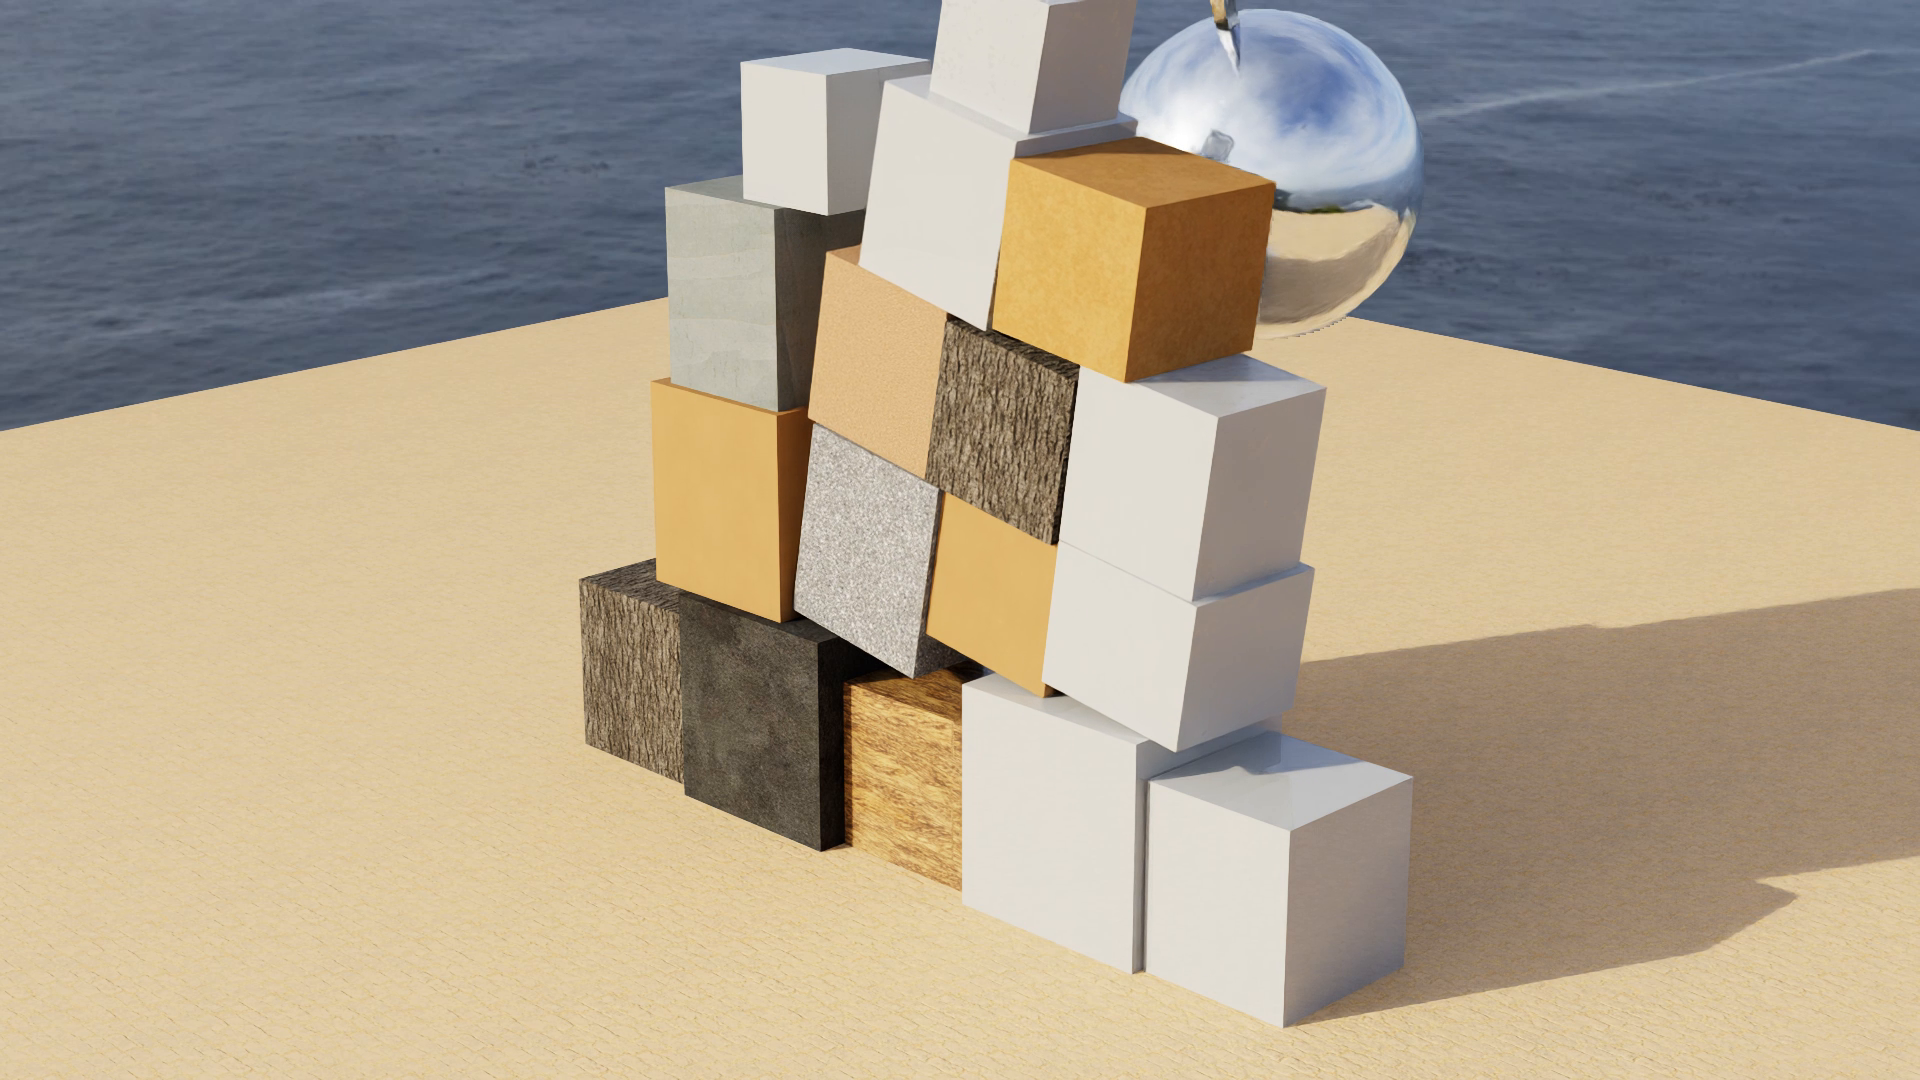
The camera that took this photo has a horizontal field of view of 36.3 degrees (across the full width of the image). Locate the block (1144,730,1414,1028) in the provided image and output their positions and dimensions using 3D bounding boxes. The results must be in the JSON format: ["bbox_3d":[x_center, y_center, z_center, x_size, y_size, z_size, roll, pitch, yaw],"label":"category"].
[{"bbox_3d":[1.340,1.414,12.390,0.819,0.873,0.760,-17,24,-42],"label":"block"}]

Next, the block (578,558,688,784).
[{"bbox_3d":[-1.296,0.619,14.893,0.886,0.889,0.877,-17,24,-42],"label":"block"}]

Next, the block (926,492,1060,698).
[{"bbox_3d":[0.387,0.154,12.983,0.732,0.713,0.691,28,31,37],"label":"block"}]

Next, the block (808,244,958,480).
[{"bbox_3d":[-0.110,-0.853,13.200,0.751,0.801,0.768,-17,35,-43],"label":"block"}]

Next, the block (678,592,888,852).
[{"bbox_3d":[-0.619,0.746,14.246,1.080,1.034,0.988,-17,24,-42],"label":"block"}]

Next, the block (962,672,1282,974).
[{"bbox_3d":[0.711,1.138,12.976,0.962,1.048,1.019,-17,24,-42],"label":"block"}]

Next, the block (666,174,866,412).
[{"bbox_3d":[-0.821,-1.200,13.818,0.804,0.939,0.763,-17,24,-42],"label":"block"}]

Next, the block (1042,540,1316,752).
[{"bbox_3d":[0.925,0.363,12.486,0.753,0.662,0.785,-16,31,-42],"label":"block"}]

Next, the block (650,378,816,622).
[{"bbox_3d":[-0.829,-0.283,14.133,0.927,0.997,0.904,-17,24,-42],"label":"block"}]

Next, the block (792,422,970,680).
[{"bbox_3d":[-0.173,-0.033,13.501,0.812,0.941,0.757,28,31,37],"label":"block"}]

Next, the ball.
[{"bbox_3d":[1.467,-1.783,14.319,1.600,1.600,1.600,0,17,0],"label":"ball"}]

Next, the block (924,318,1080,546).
[{"bbox_3d":[0.423,-0.536,12.728,0.749,0.750,0.766,-17,34,-43],"label":"block"}]

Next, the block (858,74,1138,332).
[{"bbox_3d":[0.159,-1.499,12.692,0.752,0.846,0.797,-17,36,-42],"label":"block"}]

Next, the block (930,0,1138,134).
[{"bbox_3d":[0.308,-2.099,12.361,0.546,0.551,0.593,-17,36,-43],"label":"block"}]

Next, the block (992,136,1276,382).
[{"bbox_3d":[0.721,-1.184,12.216,0.810,0.736,0.753,-17,32,-43],"label":"block"}]

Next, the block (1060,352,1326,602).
[{"bbox_3d":[0.964,-0.316,12.212,0.690,0.803,0.748,-16,32,-42],"label":"block"}]

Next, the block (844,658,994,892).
[{"bbox_3d":[0.026,1.054,13.637,0.745,0.811,0.856,-17,24,-42],"label":"block"}]

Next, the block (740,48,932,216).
[{"bbox_3d":[-0.558,-1.866,13.334,0.650,0.623,0.568,-17,24,-42],"label":"block"}]

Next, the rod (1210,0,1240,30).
[{"bbox_3d":[0.636,-4.578,12.569,0.080,5.200,0.080,17,44,42],"label":"rod"}]
